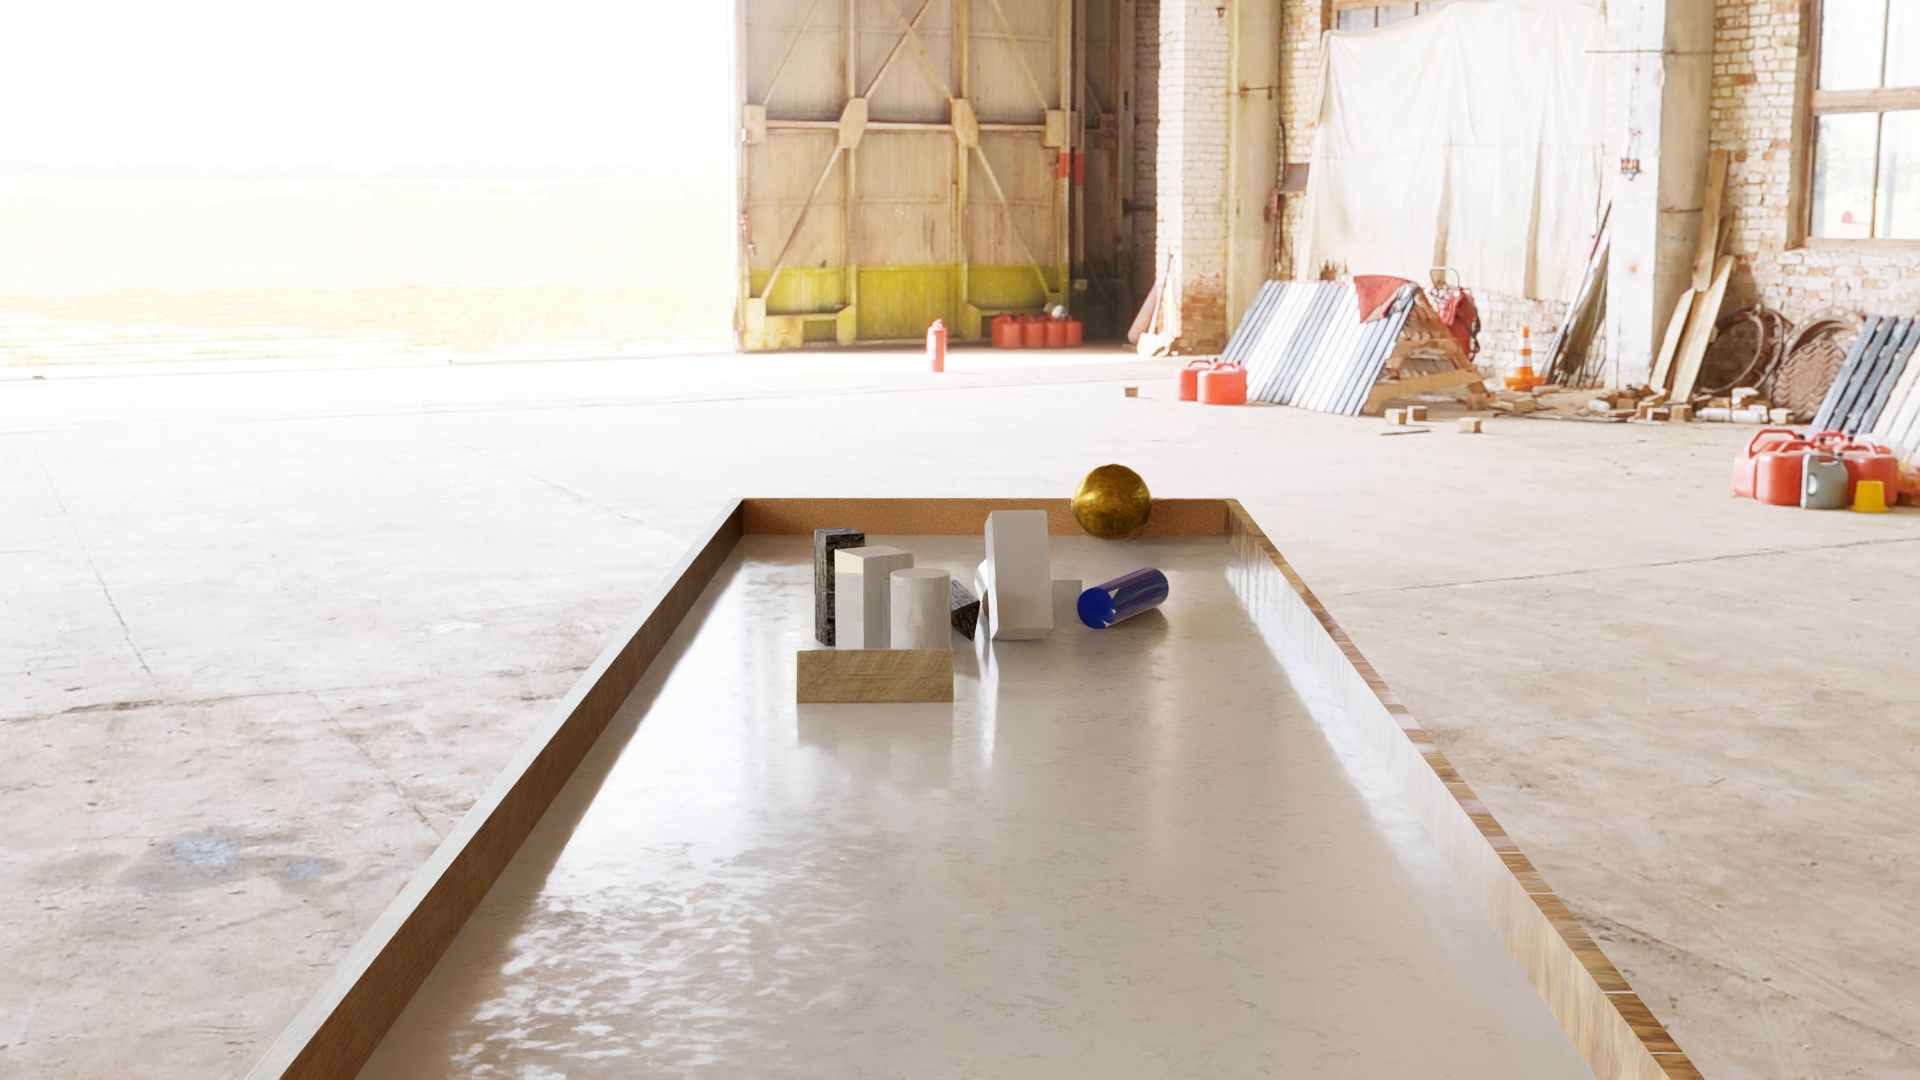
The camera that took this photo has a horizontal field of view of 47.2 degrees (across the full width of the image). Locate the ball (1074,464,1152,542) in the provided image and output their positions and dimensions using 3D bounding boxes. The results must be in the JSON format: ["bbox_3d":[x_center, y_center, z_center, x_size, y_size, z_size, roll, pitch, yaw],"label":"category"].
[{"bbox_3d":[0.621,-0.150,8.946,0.317,0.317,0.317,0,9,0],"label":"ball"}]

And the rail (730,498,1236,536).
[{"bbox_3d":[0.099,-0.098,9.147,2.100,0.150,0.050,0,9,1],"label":"rail"}]

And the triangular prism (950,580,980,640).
[{"bbox_3d":[-0.011,0.206,7.154,0.132,0.114,0.388,39,0,-15],"label":"triangular prism"}]

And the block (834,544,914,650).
[{"bbox_3d":[-0.260,0.200,6.674,0.174,0.336,0.174,-6,11,-31],"label":"block"}]

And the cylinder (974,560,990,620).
[{"bbox_3d":[0.147,0.172,7.375,0.172,0.172,0.413,0,9,-3],"label":"cylinder"}]

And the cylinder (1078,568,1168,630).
[{"bbox_3d":[0.549,0.193,7.355,0.137,0.137,0.443,5,10,28],"label":"cylinder"}]

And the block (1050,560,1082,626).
[{"bbox_3d":[0.324,0.176,7.418,0.151,0.151,0.388,0,9,0],"label":"block"}]

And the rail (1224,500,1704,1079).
[{"bbox_3d":[1.046,0.843,3.208,0.050,0.150,12.000,0,9,1],"label":"rail"}]

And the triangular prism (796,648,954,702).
[{"bbox_3d":[-0.239,0.373,6.202,0.440,0.135,0.156,0,9,-1],"label":"triangular prism"}]

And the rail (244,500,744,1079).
[{"bbox_3d":[-1.004,0.839,3.234,0.050,0.150,12.000,0,9,1],"label":"rail"}]

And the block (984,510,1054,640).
[{"bbox_3d":[0.185,0.111,6.973,0.175,0.379,0.175,-1,-15,-7],"label":"block"}]

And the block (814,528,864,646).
[{"bbox_3d":[-0.380,0.147,6.954,0.127,0.353,0.127,-3,10,-21],"label":"block"}]

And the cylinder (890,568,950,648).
[{"bbox_3d":[-0.114,0.251,6.432,0.177,0.312,0.177,0,9,0],"label":"cylinder"}]
